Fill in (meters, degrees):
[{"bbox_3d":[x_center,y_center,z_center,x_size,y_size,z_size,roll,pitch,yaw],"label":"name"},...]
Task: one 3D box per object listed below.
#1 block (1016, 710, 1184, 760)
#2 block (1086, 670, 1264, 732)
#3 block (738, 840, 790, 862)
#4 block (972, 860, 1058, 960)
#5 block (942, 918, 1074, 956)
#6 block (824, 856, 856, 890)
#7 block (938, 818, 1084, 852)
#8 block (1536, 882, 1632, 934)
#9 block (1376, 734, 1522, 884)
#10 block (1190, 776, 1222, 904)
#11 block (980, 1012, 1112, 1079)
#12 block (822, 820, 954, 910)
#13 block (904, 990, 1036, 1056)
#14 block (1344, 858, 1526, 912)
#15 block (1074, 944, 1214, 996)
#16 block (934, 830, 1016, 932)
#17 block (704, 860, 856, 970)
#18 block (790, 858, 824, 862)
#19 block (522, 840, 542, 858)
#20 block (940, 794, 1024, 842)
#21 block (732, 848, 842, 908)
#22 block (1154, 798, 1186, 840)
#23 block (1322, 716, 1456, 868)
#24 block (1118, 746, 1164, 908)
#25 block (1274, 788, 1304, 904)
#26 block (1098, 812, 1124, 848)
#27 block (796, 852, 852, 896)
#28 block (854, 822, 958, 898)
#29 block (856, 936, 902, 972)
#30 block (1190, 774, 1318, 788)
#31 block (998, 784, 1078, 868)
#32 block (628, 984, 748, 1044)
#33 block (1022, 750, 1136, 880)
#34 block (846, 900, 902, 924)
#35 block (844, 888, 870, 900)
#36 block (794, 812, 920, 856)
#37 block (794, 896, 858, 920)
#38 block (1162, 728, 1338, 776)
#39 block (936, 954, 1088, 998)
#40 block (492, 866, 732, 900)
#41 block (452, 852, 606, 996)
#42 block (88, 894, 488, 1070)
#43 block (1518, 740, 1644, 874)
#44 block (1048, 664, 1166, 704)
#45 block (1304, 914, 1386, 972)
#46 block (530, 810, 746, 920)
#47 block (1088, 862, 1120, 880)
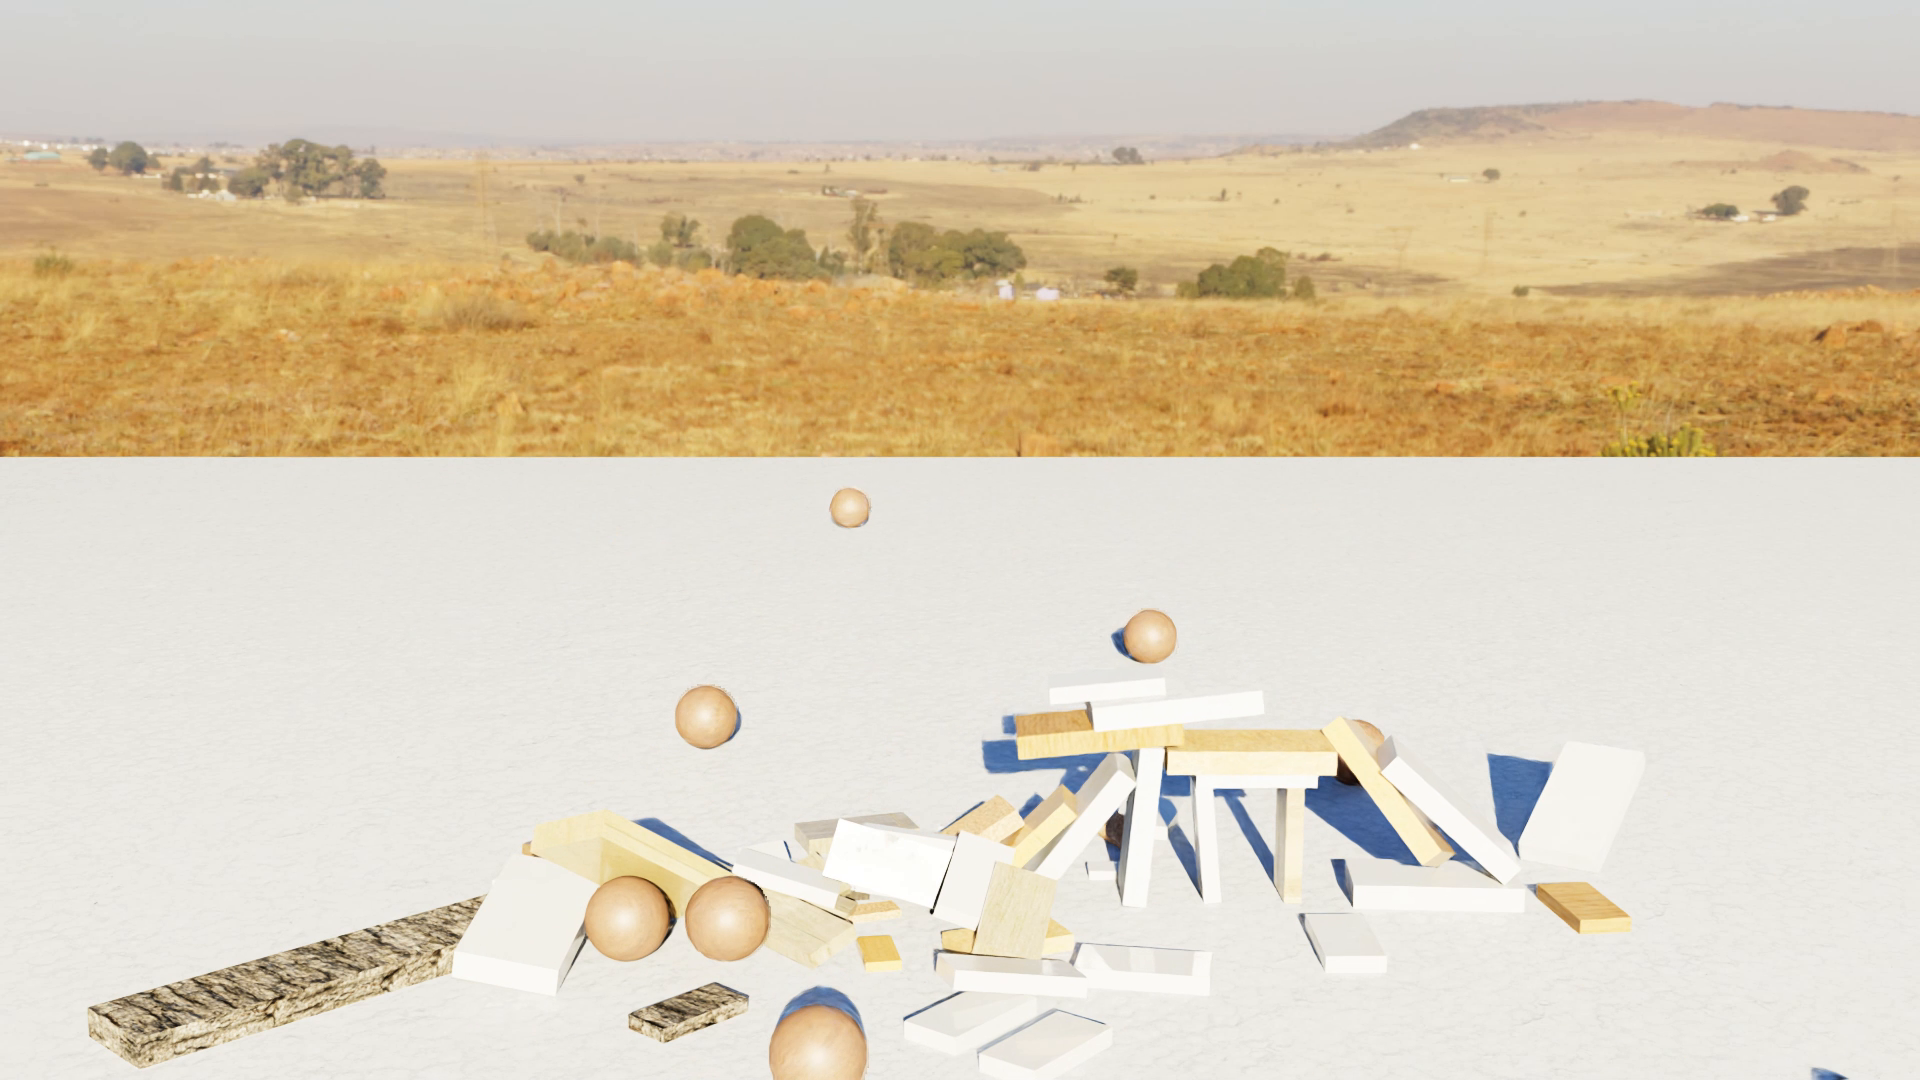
[{"bbox_3d":[0.228,0.312,3.614,0.268,0.038,0.134,-5,10,1],"label":"block"},{"bbox_3d":[0.348,0.263,3.601,0.275,0.039,0.137,-6,10,-1],"label":"block"},{"bbox_3d":[-0.310,0.562,3.617,0.078,0.022,0.211,-9,24,-12],"label":"block"},{"bbox_3d":[0.085,0.581,3.388,0.101,0.029,0.202,18,31,1],"label":"block"},{"bbox_3d":[0.074,0.623,3.419,0.183,0.026,0.091,-5,12,-24],"label":"block"},{"bbox_3d":[-0.192,0.550,3.703,0.078,0.022,0.157,3,11,15],"label":"block"},{"bbox_3d":[0.090,0.533,3.931,0.269,0.015,0.054,6,12,30],"label":"block"},{"bbox_3d":[1.011,0.596,3.568,0.085,0.024,0.171,-2,11,-8],"label":"block"},{"bbox_3d":[0.809,0.445,3.651,0.275,0.039,0.138,42,12,-2],"label":"block"},{"bbox_3d":[0.407,0.492,3.651,0.028,0.198,0.099,-5,10,1],"label":"block"},{"bbox_3d":[0.119,0.698,3.016,0.092,0.026,0.184,8,13,37],"label":"block"},{"bbox_3d":[-0.091,0.530,3.544,0.245,0.094,0.027,17,-10,-1],"label":"block"},{"bbox_3d":[0.016,0.678,3.122,0.092,0.026,0.185,8,13,38],"label":"block"},{"bbox_3d":[0.786,0.573,3.654,0.275,0.039,0.138,1,11,4],"label":"block"},{"bbox_3d":[0.277,0.644,3.299,0.202,0.029,0.101,2,11,10],"label":"block"},{"bbox_3d":[0.024,0.541,3.477,0.094,0.027,0.187,19,32,2],"label":"block"},{"bbox_3d":[-0.315,0.590,3.486,0.091,0.026,0.360,-30,29,-34],"label":"block"},{"bbox_3d":[-0.294,0.565,3.744,0.156,0.022,0.078,1,11,3],"label":"block"},{"bbox_3d":[-0.673,0.529,3.830,0.102,0.029,0.204,1,2,13],"label":"block"},{"bbox_3d":[-0.004,0.513,3.701,0.218,0.031,0.109,-32,14,-9],"label":"block"},{"bbox_3d":[-0.277,0.541,3.526,0.171,0.024,0.086,17,10,0],"label":"block"},{"bbox_3d":[0.355,0.510,4.035,0.086,0.024,0.171,3,11,17],"label":"block"},{"bbox_3d":[0.715,0.420,3.664,0.039,0.275,0.137,-39,-21,12],"label":"block"},{"bbox_3d":[0.299,0.457,3.643,0.038,0.268,0.134,6,11,0],"label":"block"},{"bbox_3d":[0.546,0.493,3.651,0.028,0.198,0.099,0,11,-2],"label":"block"},{"bbox_3d":[0.289,0.521,3.925,0.052,0.015,0.104,-40,24,-14],"label":"block"},{"bbox_3d":[-0.227,0.555,3.608,0.047,0.013,0.094,-24,50,-35],"label":"block"},{"bbox_3d":[-0.057,0.535,3.599,0.218,0.109,0.031,8,8,7],"label":"block"},{"bbox_3d":[-0.125,0.636,3.381,0.054,0.015,0.109,-2,11,-10],"label":"block"},{"bbox_3d":[0.482,0.381,3.627,0.198,0.028,0.099,0,11,-2],"label":"block"},{"bbox_3d":[0.104,0.504,3.656,0.218,0.031,0.109,-44,7,8],"label":"block"},{"bbox_3d":[-0.388,0.676,3.144,0.078,0.022,0.156,10,14,42],"label":"block"},{"bbox_3d":[0.190,0.475,3.644,0.038,0.268,0.134,37,9,-6],"label":"block"},{"bbox_3d":[-0.147,0.603,3.562,0.095,0.013,0.047,-4,11,-21],"label":"block"},{"bbox_3d":[-0.234,0.581,3.659,0.157,0.022,0.078,-2,11,-12],"label":"block"},{"bbox_3d":[-0.184,0.525,3.938,0.204,0.029,0.102,-4,11,-19],"label":"block"},{"bbox_3d":[-0.224,0.579,3.532,0.109,0.015,0.054,19,15,12],"label":"block"},{"bbox_3d":[0.471,0.349,3.619,0.275,0.039,0.137,0,11,-2],"label":"block"},{"bbox_3d":[0.076,0.637,3.219,0.202,0.029,0.101,7,2,-15],"label":"block"},{"bbox_3d":[-0.581,0.572,3.686,0.383,0.029,0.102,1,11,5],"label":"block"},{"bbox_3d":[-0.655,0.585,3.374,0.156,0.044,0.311,10,20,1],"label":"block"},{"bbox_3d":[-0.913,0.639,3.283,0.156,0.044,0.723,10,15,44],"label":"block"},{"bbox_3d":[1.099,0.468,3.881,0.138,0.039,0.275,7,40,33],"label":"block"},{"bbox_3d":[0.241,0.238,3.617,0.187,0.027,0.094,-5,10,2],"label":"block"},{"bbox_3d":[0.597,0.624,3.412,0.092,0.026,0.184,0,11,-1],"label":"block"},{"bbox_3d":[-0.496,0.506,3.412,0.156,0.044,0.311,-16,-36,35],"label":"block"},{"bbox_3d":[0.272,0.565,3.761,0.104,0.015,0.052,0,12,-1],"label":"block"}]
